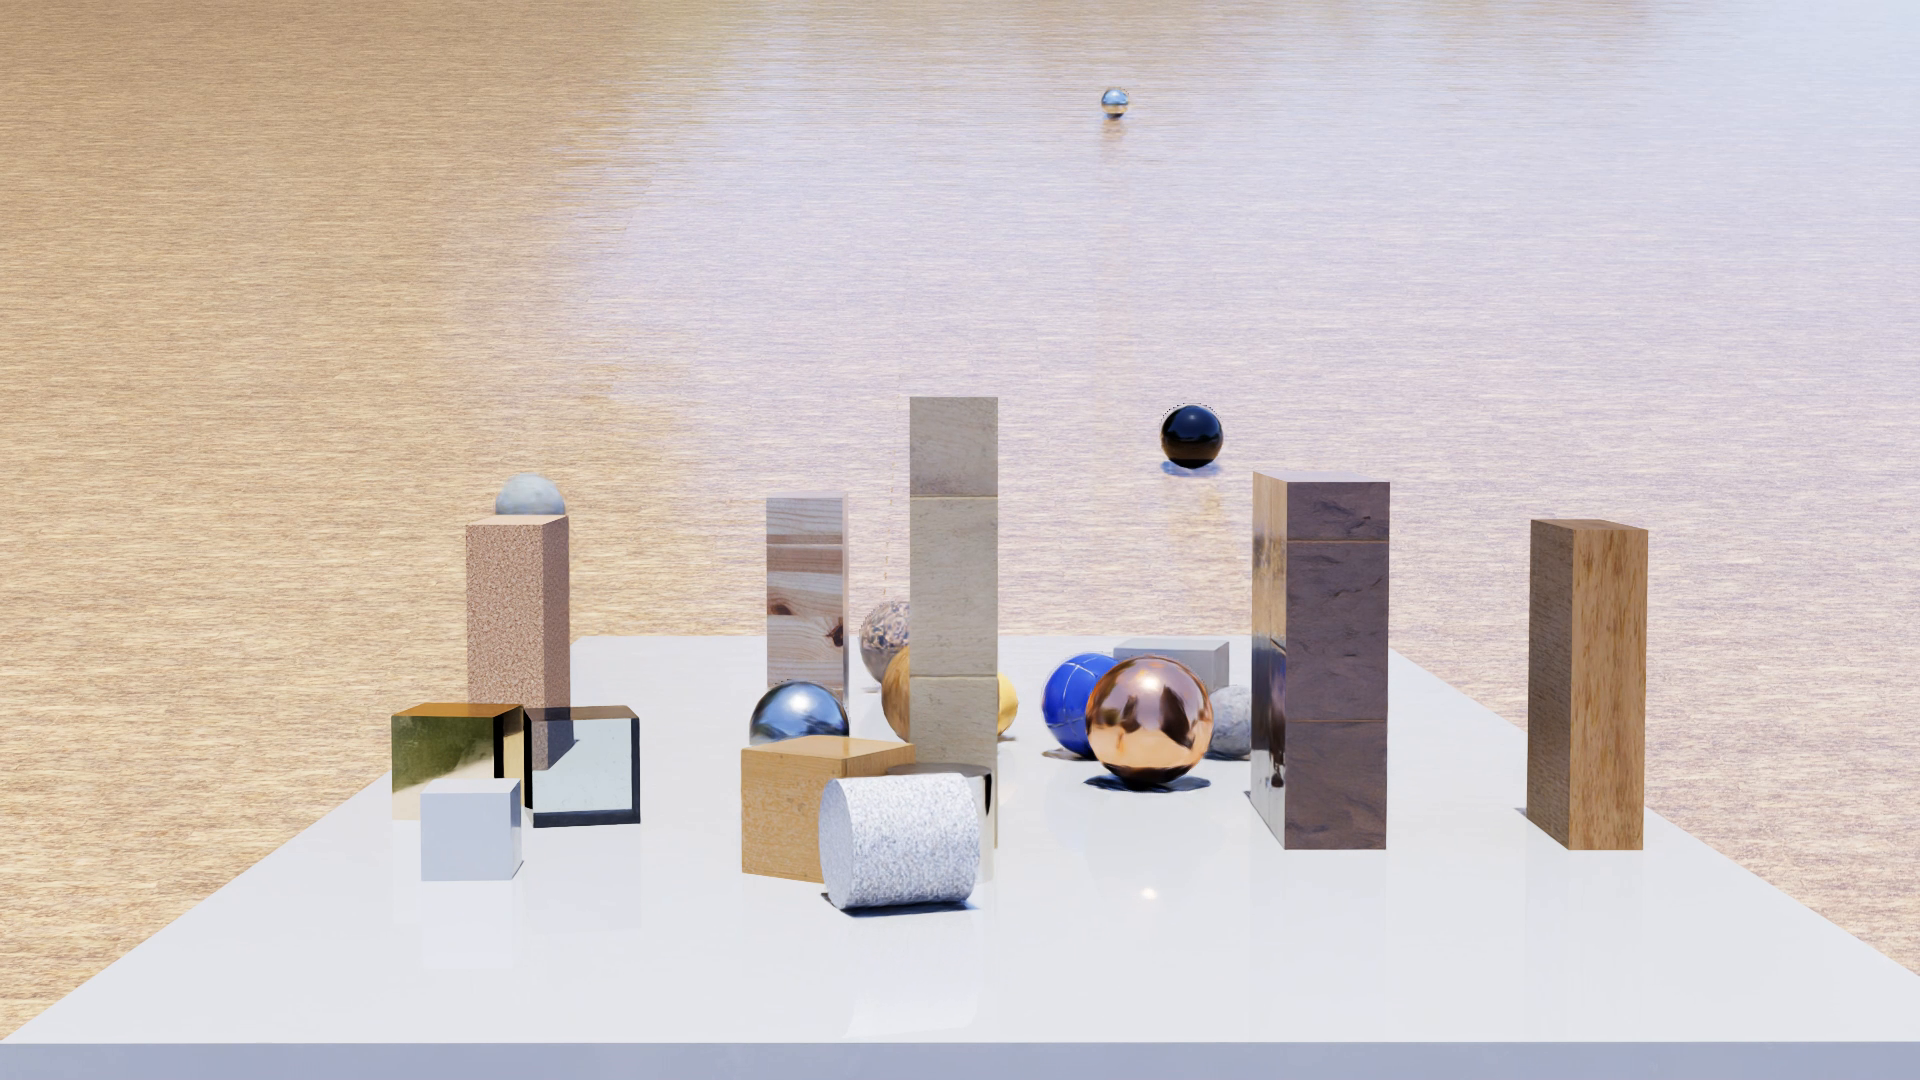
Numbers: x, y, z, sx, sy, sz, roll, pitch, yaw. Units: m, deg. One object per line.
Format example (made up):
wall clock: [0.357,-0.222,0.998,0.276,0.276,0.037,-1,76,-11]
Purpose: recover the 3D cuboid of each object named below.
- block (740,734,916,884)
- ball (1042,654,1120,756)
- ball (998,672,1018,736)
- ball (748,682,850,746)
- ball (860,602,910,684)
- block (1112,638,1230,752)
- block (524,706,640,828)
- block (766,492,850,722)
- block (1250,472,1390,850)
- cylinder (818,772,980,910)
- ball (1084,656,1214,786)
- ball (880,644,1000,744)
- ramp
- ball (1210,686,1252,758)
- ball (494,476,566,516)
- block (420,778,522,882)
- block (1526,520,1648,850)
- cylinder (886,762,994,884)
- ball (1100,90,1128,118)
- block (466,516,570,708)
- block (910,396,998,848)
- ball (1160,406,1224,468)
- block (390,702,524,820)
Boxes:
block: [-0.175,0.357,3.422,0.165,0.165,0.165,2,4,34]
ball: [0.230,0.285,4.450,0.178,0.178,0.178,0,20,0]
ball: [0.041,0.296,4.656,0.131,0.131,0.131,0,20,0]
ball: [-0.260,0.311,4.158,0.164,0.164,0.164,0,20,0]
ball: [-0.117,0.223,5.380,0.187,0.187,0.187,0,20,0]
block: [0.379,0.275,4.594,0.180,0.180,0.180,1,4,15]
block: [-0.565,0.336,3.830,0.156,0.156,0.156,-1,4,-14]
block: [-0.269,0.143,4.575,0.132,0.448,0.241,0,4,0]
block: [0.521,0.162,3.752,0.142,0.512,0.408,0,4,0]
cylinder: [-0.077,0.374,3.197,0.160,0.160,0.160,-1,19,-18]
ball: [0.304,0.291,4.134,0.208,0.208,0.208,0,20,0]
ball: [-0.034,0.269,4.472,0.209,0.209,0.209,0,20,0]
ramp: [0.046,0.420,4.534,2.000,0.100,4.000,0,4,0]
ball: [0.474,0.314,4.433,0.123,0.123,0.123,0,20,0]
ball: [-1.243,-0.085,7.421,0.203,0.203,0.203,0,20,0]
block: [-0.647,0.383,3.403,0.116,0.116,0.116,0,4,-3]
block: [0.895,0.200,3.678,0.103,0.446,0.265,0,4,0]
cylinder: [-0.026,0.372,3.369,0.141,0.141,0.141,0,4,0]
ball: [0.827,-2.335,13.733,0.152,0.152,0.152,0,20,0]
block: [-0.766,0.169,4.471,0.129,0.409,0.293,0,4,0]
block: [-0.009,0.109,3.676,0.122,0.628,0.241,0,4,0]
ball: [0.730,-0.324,8.090,0.200,0.200,0.200,0,20,0]
block: [-0.756,0.334,3.874,0.156,0.156,0.156,0,4,7]
